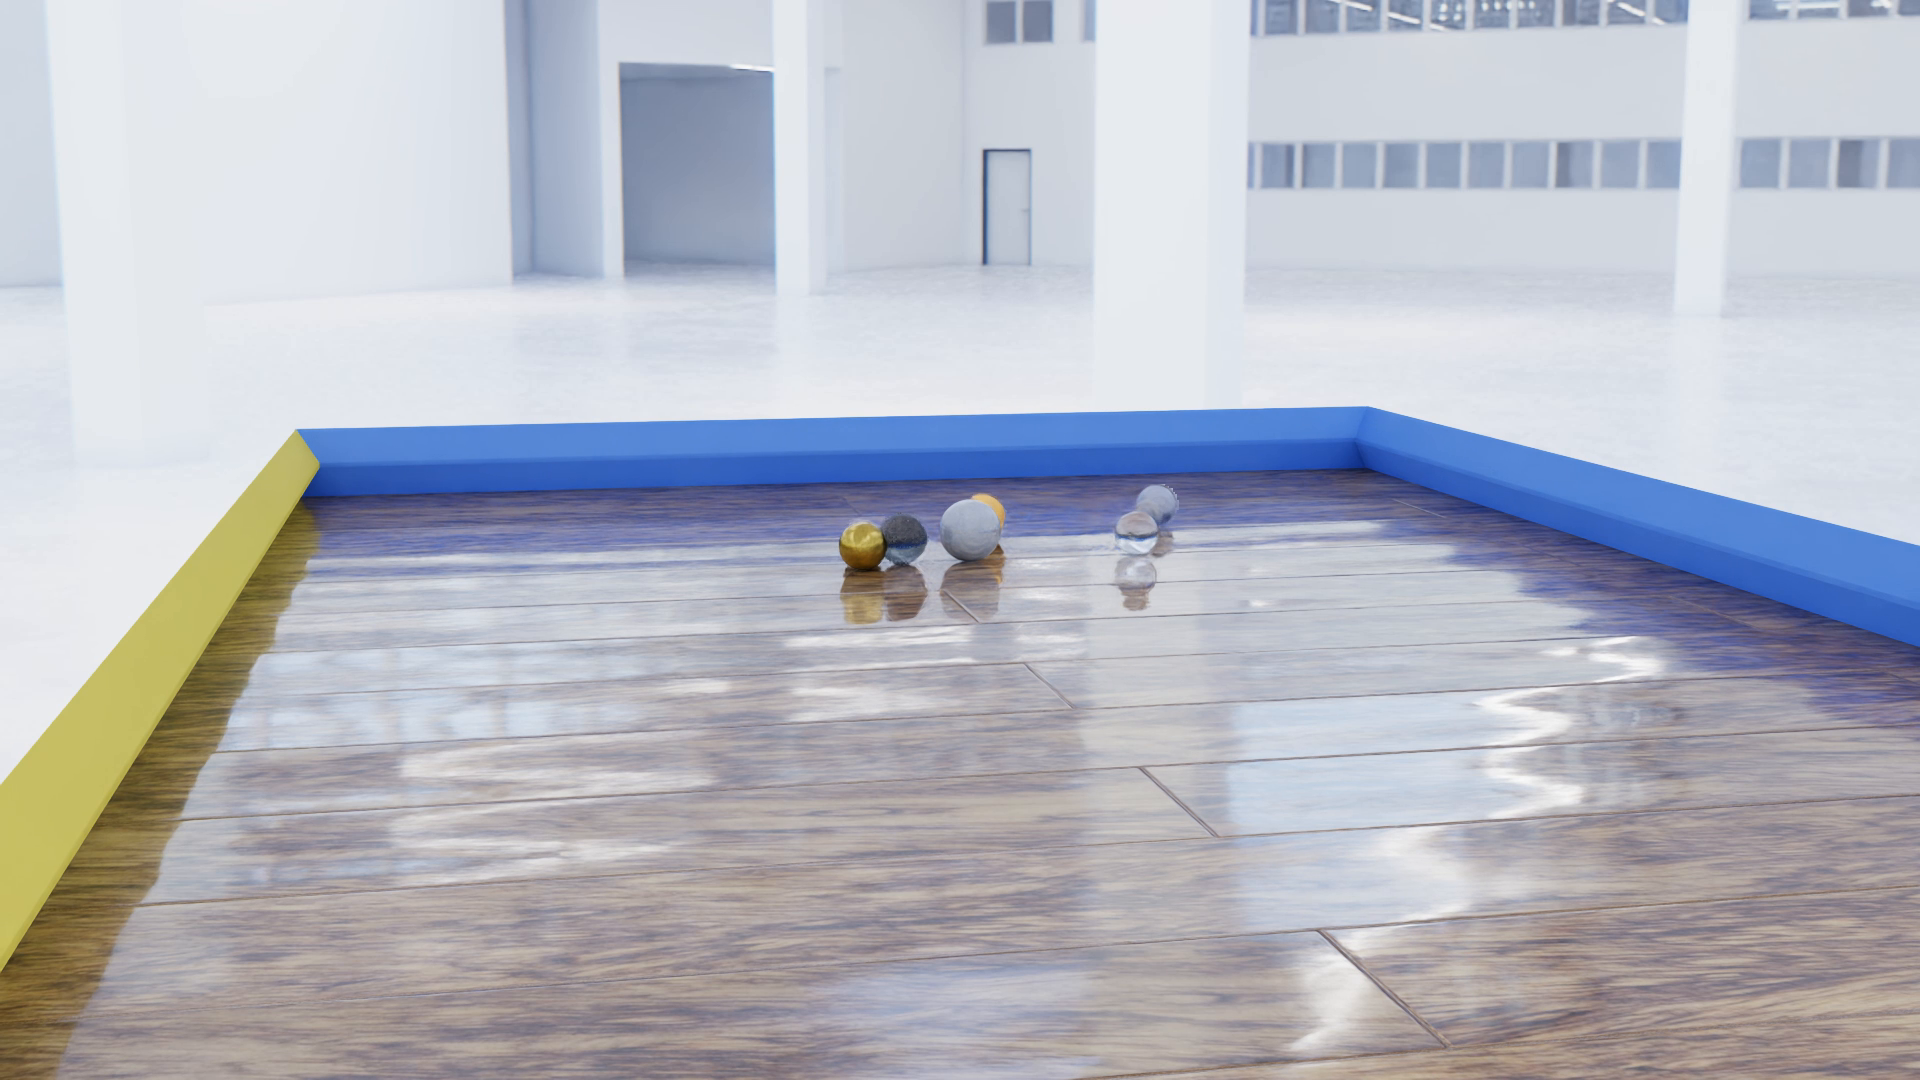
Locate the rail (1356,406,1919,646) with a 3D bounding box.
[{"bbox_3d":[1.222,0.094,2.642,0.045,0.126,3.948,-2,9,-12],"label":"rail"}]

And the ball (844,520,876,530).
[{"bbox_3d":[-0.152,0.000,3.428,0.065,0.065,0.065,0,9,0],"label":"ball"}]

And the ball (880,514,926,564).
[{"bbox_3d":[-0.090,-0.001,3.392,0.077,0.077,0.077,0,9,0],"label":"ball"}]

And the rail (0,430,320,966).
[{"bbox_3d":[-0.821,0.162,2.223,0.045,0.126,3.948,-2,9,-12],"label":"rail"}]

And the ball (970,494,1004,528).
[{"bbox_3d":[0.037,-0.038,3.639,0.073,0.073,0.073,0,9,0],"label":"ball"}]

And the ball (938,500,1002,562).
[{"bbox_3d":[0.015,-0.015,3.414,0.097,0.097,0.097,0,9,0],"label":"ball"}]

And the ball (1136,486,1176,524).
[{"bbox_3d":[0.339,-0.061,3.794,0.068,0.068,0.068,0,9,0],"label":"ball"}]

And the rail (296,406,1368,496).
[{"bbox_3d":[-0.196,-0.176,4.318,2.135,0.126,0.045,-2,9,-12],"label":"rail"}]

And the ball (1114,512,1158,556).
[{"bbox_3d":[0.279,-0.010,3.477,0.069,0.069,0.069,0,9,0],"label":"ball"}]

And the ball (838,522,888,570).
[{"bbox_3d":[-0.148,0.009,3.340,0.074,0.074,0.074,0,9,0],"label":"ball"}]
